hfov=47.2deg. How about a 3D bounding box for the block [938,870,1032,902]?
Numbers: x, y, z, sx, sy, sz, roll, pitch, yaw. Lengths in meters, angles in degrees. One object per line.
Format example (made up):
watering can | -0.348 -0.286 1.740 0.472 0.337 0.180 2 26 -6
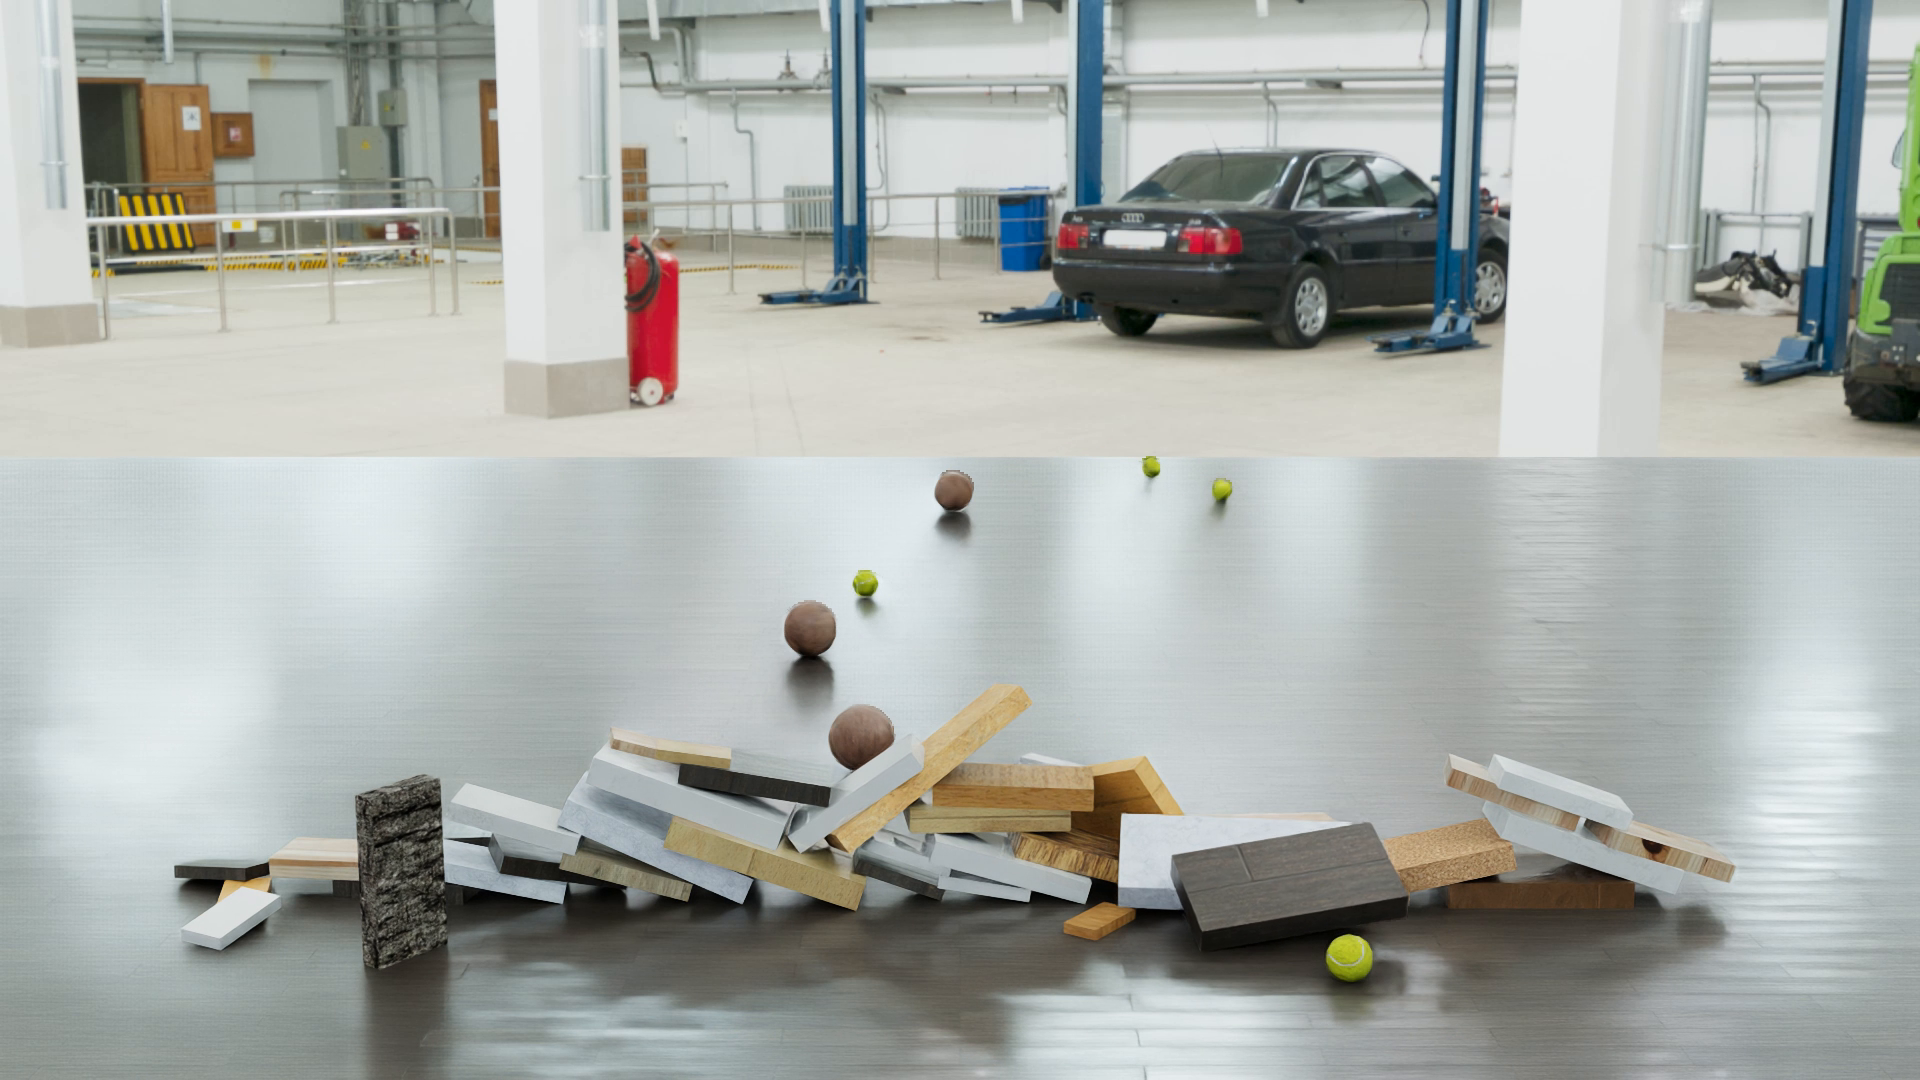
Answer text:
block | 0.041 0.569 3.654 0.153 0.022 0.077 9 8 1

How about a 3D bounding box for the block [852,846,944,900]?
block | -0.102 0.554 3.660 0.153 0.022 0.077 20 8 -8

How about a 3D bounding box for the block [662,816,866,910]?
block | -0.318 0.515 3.654 0.331 0.047 0.166 19 10 -3

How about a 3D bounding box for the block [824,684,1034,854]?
block | -0.059 0.379 3.689 0.398 0.038 0.133 -38 9 -15

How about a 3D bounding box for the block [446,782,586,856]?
block | -0.727 0.460 3.631 0.217 0.031 0.108 16 10 -2

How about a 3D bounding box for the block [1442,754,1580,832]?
block | 0.921 0.421 3.678 0.221 0.031 0.110 20 10 7

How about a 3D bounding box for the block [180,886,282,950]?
block | -1.155 0.599 3.488 0.074 0.021 0.148 9 21 19

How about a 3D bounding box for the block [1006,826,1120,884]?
block | 0.219 0.528 3.702 0.268 0.038 0.134 15 9 -8

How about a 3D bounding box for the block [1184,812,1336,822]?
block | 0.519 0.523 3.796 0.335 0.047 0.167 2 12 -21

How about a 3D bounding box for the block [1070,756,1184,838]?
block | 0.253 0.454 3.809 0.266 0.133 0.038 -17 21 48

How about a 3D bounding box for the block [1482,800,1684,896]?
block | 1.037 0.501 3.669 0.303 0.043 0.152 18 10 -1

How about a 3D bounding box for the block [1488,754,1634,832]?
block | 0.994 0.418 3.646 0.220 0.031 0.110 19 10 1

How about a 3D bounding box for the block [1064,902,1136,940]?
block | 0.224 0.609 3.518 0.060 0.017 0.120 8 13 35

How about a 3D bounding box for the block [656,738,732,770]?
block | -0.440 0.352 3.625 0.122 0.017 0.061 9 11 -8

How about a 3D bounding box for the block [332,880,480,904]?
block | -0.920 0.571 3.685 0.227 0.032 0.113 2 11 9

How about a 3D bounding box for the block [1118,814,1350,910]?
block | 0.448 0.530 3.590 0.375 0.047 0.167 2 38 5

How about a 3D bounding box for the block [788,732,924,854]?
block | -0.171 0.419 3.663 0.249 0.035 0.125 -35 9 6

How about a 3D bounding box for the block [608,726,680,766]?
block | -0.529 0.347 3.701 0.122 0.017 0.061 16 10 -17

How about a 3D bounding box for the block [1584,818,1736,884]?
block | 1.161 0.506 3.649 0.221 0.031 0.110 17 10 -9

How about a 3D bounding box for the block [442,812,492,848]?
block | -0.846 0.515 3.879 0.135 0.038 0.280 -1 4 -7

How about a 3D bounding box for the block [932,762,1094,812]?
block | 0.090 0.414 3.698 0.266 0.038 0.133 2 10 2

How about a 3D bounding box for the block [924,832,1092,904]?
block | 0.078 0.533 3.664 0.268 0.038 0.134 16 9 -7

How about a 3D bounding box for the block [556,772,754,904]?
block | -0.498 0.496 3.682 0.331 0.047 0.166 24 10 -3

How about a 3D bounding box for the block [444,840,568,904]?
block | -0.766 0.550 3.657 0.227 0.032 0.113 12 9 -8

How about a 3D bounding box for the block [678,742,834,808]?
block | -0.339 0.390 3.663 0.249 0.035 0.125 9 11 -4

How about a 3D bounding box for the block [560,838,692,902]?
block | -0.550 0.541 3.657 0.217 0.031 0.108 16 10 -6

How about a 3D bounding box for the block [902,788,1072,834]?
block | 0.043 0.452 3.695 0.268 0.038 0.134 0 10 -7

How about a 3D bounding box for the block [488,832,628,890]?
block | -0.670 0.536 3.675 0.217 0.031 0.108 12 10 -25

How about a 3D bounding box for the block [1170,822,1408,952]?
block | 0.519 0.547 3.482 0.335 0.047 0.167 -8 38 -9

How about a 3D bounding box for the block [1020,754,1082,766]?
block | 0.212 0.471 3.967 0.249 0.125 0.035 9 12 41

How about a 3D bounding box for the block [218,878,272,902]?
block | -1.175 0.590 3.609 0.074 0.021 0.148 -2 11 -12

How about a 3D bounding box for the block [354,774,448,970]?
block | -0.857 0.508 3.376 0.038 0.269 0.135 7 13 34

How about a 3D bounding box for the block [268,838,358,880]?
block | -1.028 0.536 3.694 0.227 0.032 0.113 1 11 7

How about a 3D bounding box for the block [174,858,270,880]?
block | -1.245 0.557 3.722 0.149 0.021 0.074 -2 1 22

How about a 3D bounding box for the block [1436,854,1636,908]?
block | 0.951 0.568 3.670 0.303 0.043 0.152 0 11 0

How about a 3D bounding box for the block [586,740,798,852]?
block | -0.443 0.418 3.668 0.331 0.047 0.166 20 10 1

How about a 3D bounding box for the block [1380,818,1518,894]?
block | 0.755 0.536 3.660 0.303 0.043 0.152 -13 10 3

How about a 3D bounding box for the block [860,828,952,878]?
block | -0.084 0.517 3.654 0.153 0.022 0.077 18 9 5
